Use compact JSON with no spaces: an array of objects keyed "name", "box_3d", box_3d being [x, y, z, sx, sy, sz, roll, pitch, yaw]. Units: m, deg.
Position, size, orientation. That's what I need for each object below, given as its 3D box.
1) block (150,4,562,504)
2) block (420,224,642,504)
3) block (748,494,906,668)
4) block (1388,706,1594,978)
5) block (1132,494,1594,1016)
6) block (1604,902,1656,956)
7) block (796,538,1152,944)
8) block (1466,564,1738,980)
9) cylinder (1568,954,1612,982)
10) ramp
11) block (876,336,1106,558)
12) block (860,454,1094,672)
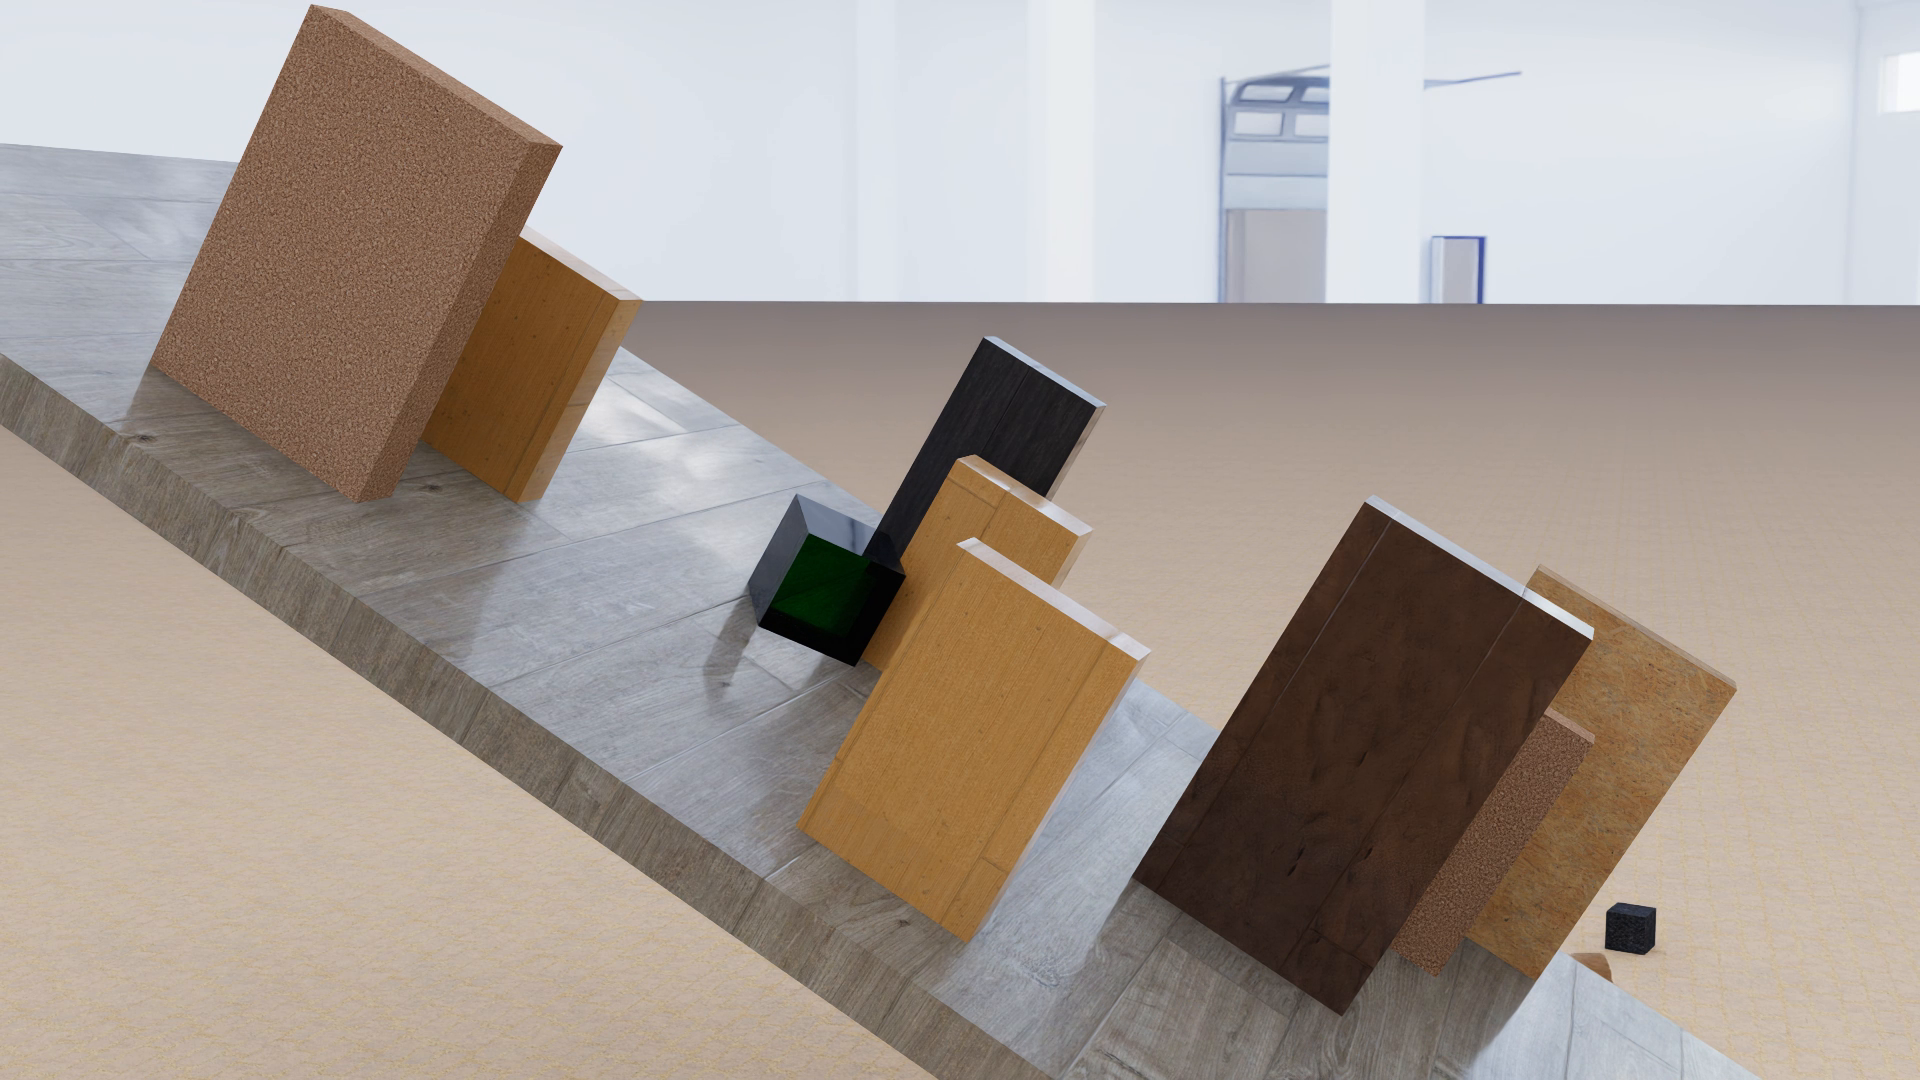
[{"name":"block","box_3d":[-0.996,-0.464,3.601,0.447,0.665,0.106,33,15,11]},{"name":"block","box_3d":[-0.867,-0.366,4.005,0.441,0.423,0.095,33,15,11]},{"name":"block","box_3d":[-0.253,0.074,4.139,0.204,0.204,0.204,24,15,-19]},{"name":"block","box_3d":[0.897,0.502,4.222,0.386,0.547,0.087,33,15,11]},{"name":"block","box_3d":[0.685,0.371,3.789,0.431,0.781,0.126,33,15,11]},{"name":"block","box_3d":[1.847,1.069,6.055,0.107,0.107,0.107,4,8,33]},{"name":"block","box_3d":[0.016,0.299,3.288,0.316,0.510,0.090,33,15,11]},{"name":"block","box_3d":[1.185,0.476,4.505,0.447,0.725,0.097,33,15,11]},{"name":"cylinder","box_3d":[1.517,1.112,5.467,0.162,0.162,0.162,0,7,-1]},{"name":"ramp","box_3d":[-0.182,0.299,4.127,4.000,0.100,2.000,33,15,11]},{"name":"block","box_3d":[0.047,-0.123,4.684,0.283,0.551,0.089,33,15,11]},{"name":"block","box_3d":[0.021,0.094,4.153,0.271,0.426,0.117,33,15,11]}]
